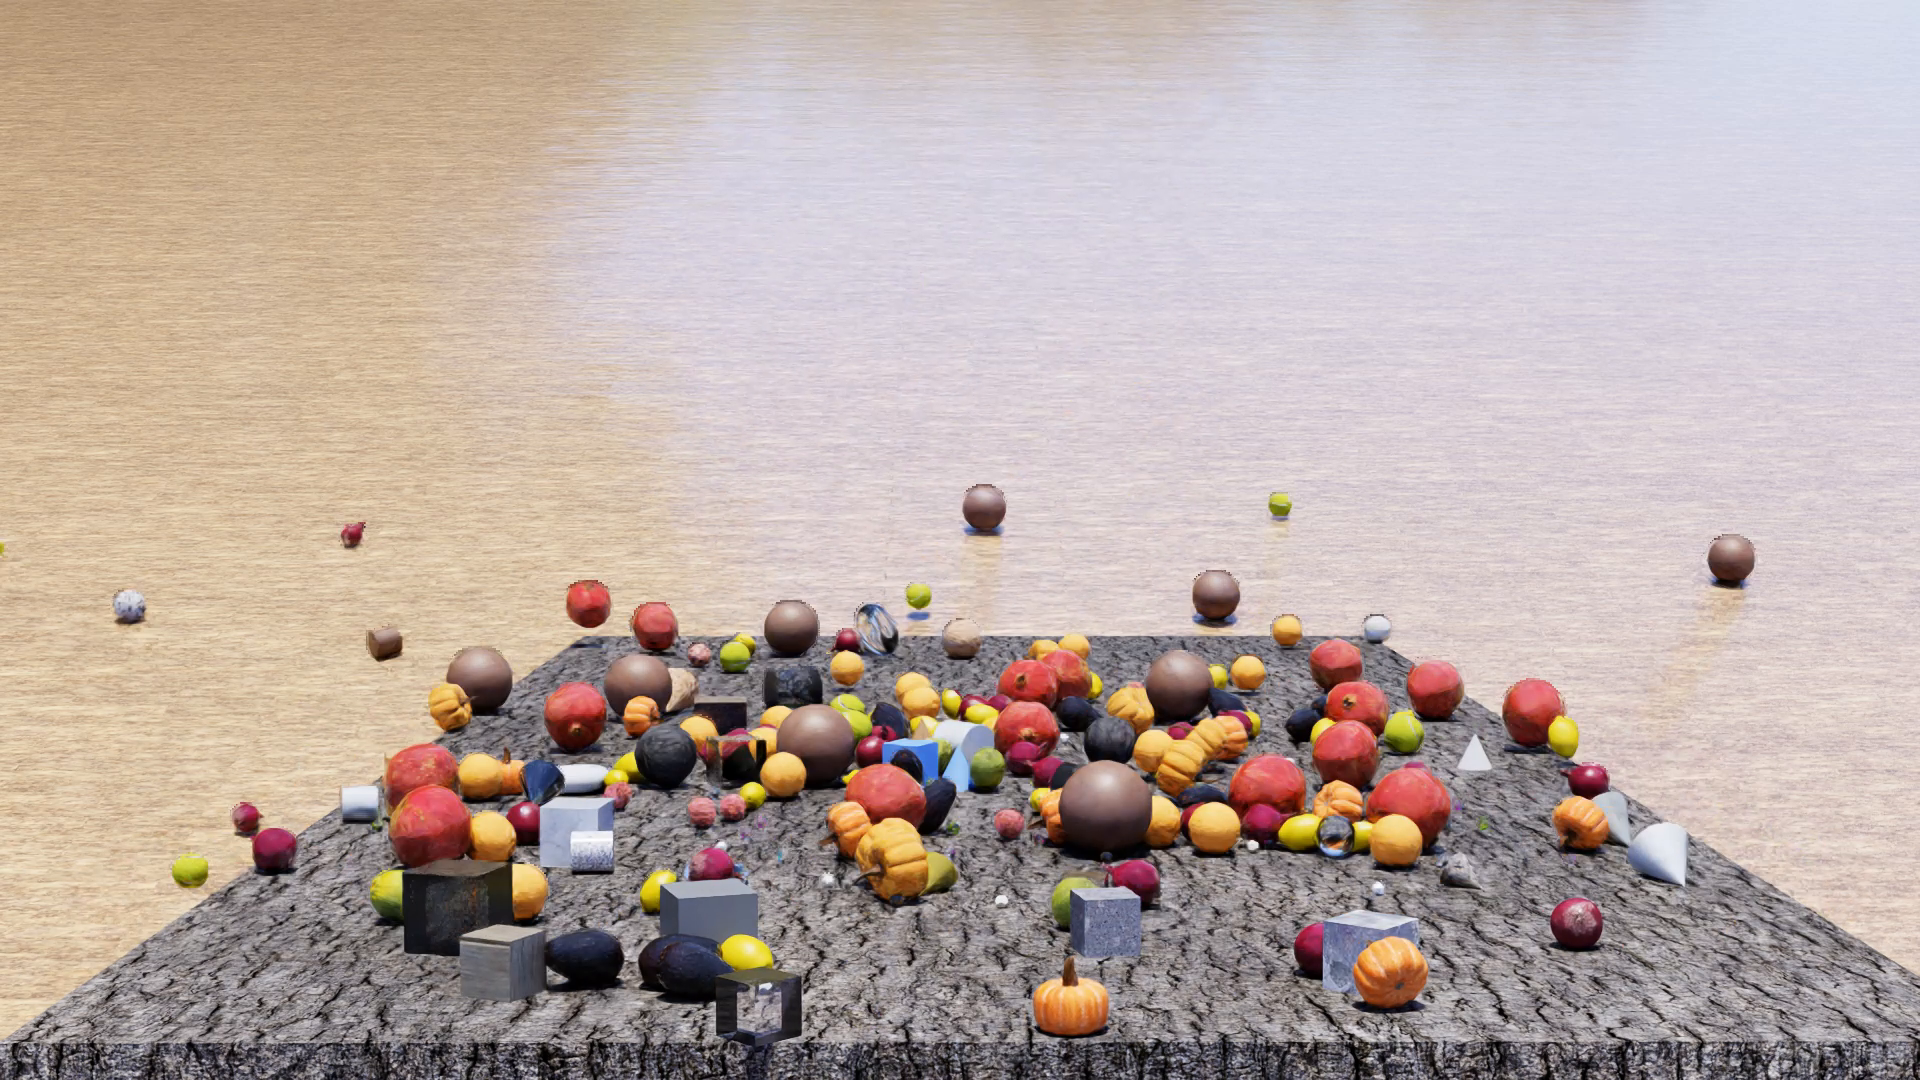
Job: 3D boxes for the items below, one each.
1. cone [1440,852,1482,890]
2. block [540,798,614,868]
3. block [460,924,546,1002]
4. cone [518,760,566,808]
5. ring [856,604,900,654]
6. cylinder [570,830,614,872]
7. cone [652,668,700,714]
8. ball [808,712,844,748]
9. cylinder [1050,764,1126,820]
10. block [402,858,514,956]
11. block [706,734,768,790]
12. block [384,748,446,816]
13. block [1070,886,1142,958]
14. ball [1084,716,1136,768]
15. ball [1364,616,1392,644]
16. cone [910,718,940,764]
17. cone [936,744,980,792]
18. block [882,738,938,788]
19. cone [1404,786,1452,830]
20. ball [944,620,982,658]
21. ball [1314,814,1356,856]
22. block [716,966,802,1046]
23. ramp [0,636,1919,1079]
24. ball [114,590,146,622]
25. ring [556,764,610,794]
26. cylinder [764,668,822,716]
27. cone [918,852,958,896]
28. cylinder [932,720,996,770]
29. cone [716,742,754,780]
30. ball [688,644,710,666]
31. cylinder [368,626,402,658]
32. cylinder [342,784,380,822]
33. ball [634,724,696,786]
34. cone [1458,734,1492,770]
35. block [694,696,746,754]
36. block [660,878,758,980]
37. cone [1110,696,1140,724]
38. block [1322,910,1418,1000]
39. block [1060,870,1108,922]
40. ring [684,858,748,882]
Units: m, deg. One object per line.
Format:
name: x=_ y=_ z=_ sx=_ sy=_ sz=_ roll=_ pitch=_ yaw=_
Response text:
cone: x=0.653 y=0.436 z=3.301 sx=0.050 sy=0.050 sz=0.050 roll=-17 pitch=41 yaw=-39
block: x=-0.519 y=0.396 z=3.482 sx=0.080 sy=0.080 sz=0.080 roll=0 pitch=4 yaw=7
block: x=-0.487 y=0.451 z=2.739 sx=0.065 sy=0.065 sz=0.065 roll=2 pitch=4 yaw=26
cone: x=-0.652 y=0.390 z=3.955 sx=0.073 sy=0.073 sz=0.073 roll=2 pitch=30 yaw=5
ring: x=-0.195 y=0.212 z=6.071 sx=0.044 sy=0.131 sz=0.131 roll=-29 pitch=33 yaw=-34
cylinder: x=-0.488 y=0.414 z=3.410 sx=0.054 sy=0.054 sz=0.054 roll=-1 pitch=20 yaw=-6
cone: x=-0.564 y=0.314 z=5.010 sx=0.095 sy=0.095 sz=0.095 roll=2 pitch=27 yaw=5
ball: x=-0.238 y=0.336 z=4.561 sx=0.063 sy=0.063 sz=0.063 roll=0 pitch=20 yaw=0
cylinder: x=0.191 y=0.374 z=3.813 sx=0.081 sy=0.081 sz=0.081 roll=0 pitch=17 yaw=36
block: x=-0.578 y=0.423 z=2.960 sx=0.092 sy=0.092 sz=0.092 roll=1 pitch=4 yaw=17
block: x=-0.360 y=0.357 z=4.139 sx=0.075 sy=0.075 sz=0.075 roll=-2 pitch=4 yaw=-25
block: x=-0.828 y=0.367 z=3.901 sx=0.087 sy=0.087 sz=0.087 roll=-1 pitch=4 yaw=-16
block: x=0.166 y=0.437 z=2.940 sx=0.066 sy=0.066 sz=0.066 roll=-1 pitch=4 yaw=-12
ball: x=0.252 y=0.339 z=4.305 sx=0.090 sy=0.090 sz=0.090 roll=0 pitch=20 yaw=0
ball: x=1.029 y=0.222 z=6.327 sx=0.068 sy=0.068 sz=0.068 roll=0 pitch=20 yaw=0
cone: x=-0.065 y=0.340 z=4.378 sx=0.079 sy=0.079 sz=0.079 roll=0 pitch=4 yaw=0
cone: x=-0.003 y=0.361 z=4.110 sx=0.071 sy=0.071 sz=0.071 roll=0 pitch=4 yaw=0
block: x=-0.081 y=0.361 z=4.158 sx=0.066 sy=0.066 sz=0.066 roll=2 pitch=4 yaw=30
cone: x=0.696 y=0.404 z=3.745 sx=0.067 sy=0.067 sz=0.067 roll=-12 pitch=36 yaw=-30
ball: x=0.006 y=0.232 z=5.999 sx=0.090 sy=0.090 sz=0.090 roll=0 pitch=20 yaw=0
ball: x=0.514 y=0.404 z=3.517 sx=0.056 sy=0.056 sz=0.056 roll=0 pitch=20 yaw=0
block: x=-0.200 y=0.464 z=2.558 sx=0.061 sy=0.061 sz=0.061 roll=-4 pitch=5 yaw=-44
ramp: x=0.047 y=0.420 z=4.534 sx=2.000 sy=0.100 sz=4.000 roll=0 pitch=4 yaw=0
ball: x=-2.224 y=0.175 z=6.876 sx=0.084 sy=0.084 sz=0.084 roll=0 pitch=20 yaw=0
ring: x=-0.613 y=0.380 z=4.076 sx=0.116 sy=0.039 sz=0.116 roll=-2 pitch=0 yaw=0
cylinder: x=-0.324 y=0.295 z=4.995 sx=0.090 sy=0.090 sz=0.090 roll=-1 pitch=19 yaw=-23
cone: x=-0.040 y=0.437 z=3.268 sx=0.057 sy=0.057 sz=0.057 roll=10 pitch=35 yaw=26
cylinder: x=0.007 y=0.345 z=4.313 sx=0.078 sy=0.078 sz=0.078 roll=-17 pitch=14 yaw=-39
cone: x=-0.354 y=0.376 z=4.205 sx=0.065 sy=0.065 sz=0.065 roll=-20 pitch=55 yaw=-43
ball: x=-0.593 y=0.262 z=5.837 sx=0.051 sy=0.051 sz=0.051 roll=0 pitch=20 yaw=0
cylinder: x=-1.489 y=0.264 z=6.649 sx=0.067 sy=0.067 sz=0.067 roll=-16 pitch=25 yaw=-34
cylinder: x=-0.888 y=0.391 z=3.802 sx=0.050 sy=0.050 sz=0.050 roll=-6 pitch=21 yaw=-13
ball: x=-0.471 y=0.344 z=4.115 sx=0.099 sy=0.099 sz=0.099 roll=0 pitch=20 yaw=0
cone: x=0.866 y=0.354 z=4.318 sx=0.059 sy=0.059 sz=0.059 roll=0 pitch=4 yaw=0
block: x=-0.421 y=0.326 z=4.518 sx=0.091 sy=0.091 sz=0.091 roll=0 pitch=4 yaw=-6
block: x=-0.280 y=0.431 z=2.854 sx=0.089 sy=0.089 sz=0.089 roll=-1 pitch=4 yaw=-20
cone: x=0.319 y=0.335 z=4.878 sx=0.056 sy=0.056 sz=0.056 roll=-2 pitch=31 yaw=-7
block: x=0.441 y=0.445 z=2.759 sx=0.074 sy=0.074 sz=0.074 roll=3 pitch=5 yaw=39
block: x=0.151 y=0.433 z=3.112 sx=0.053 sy=0.053 sz=0.053 roll=0 pitch=4 yaw=8
ring: x=-0.316 y=0.432 z=3.335 sx=0.083 sy=0.028 sz=0.083 roll=0 pitch=5 yaw=0
